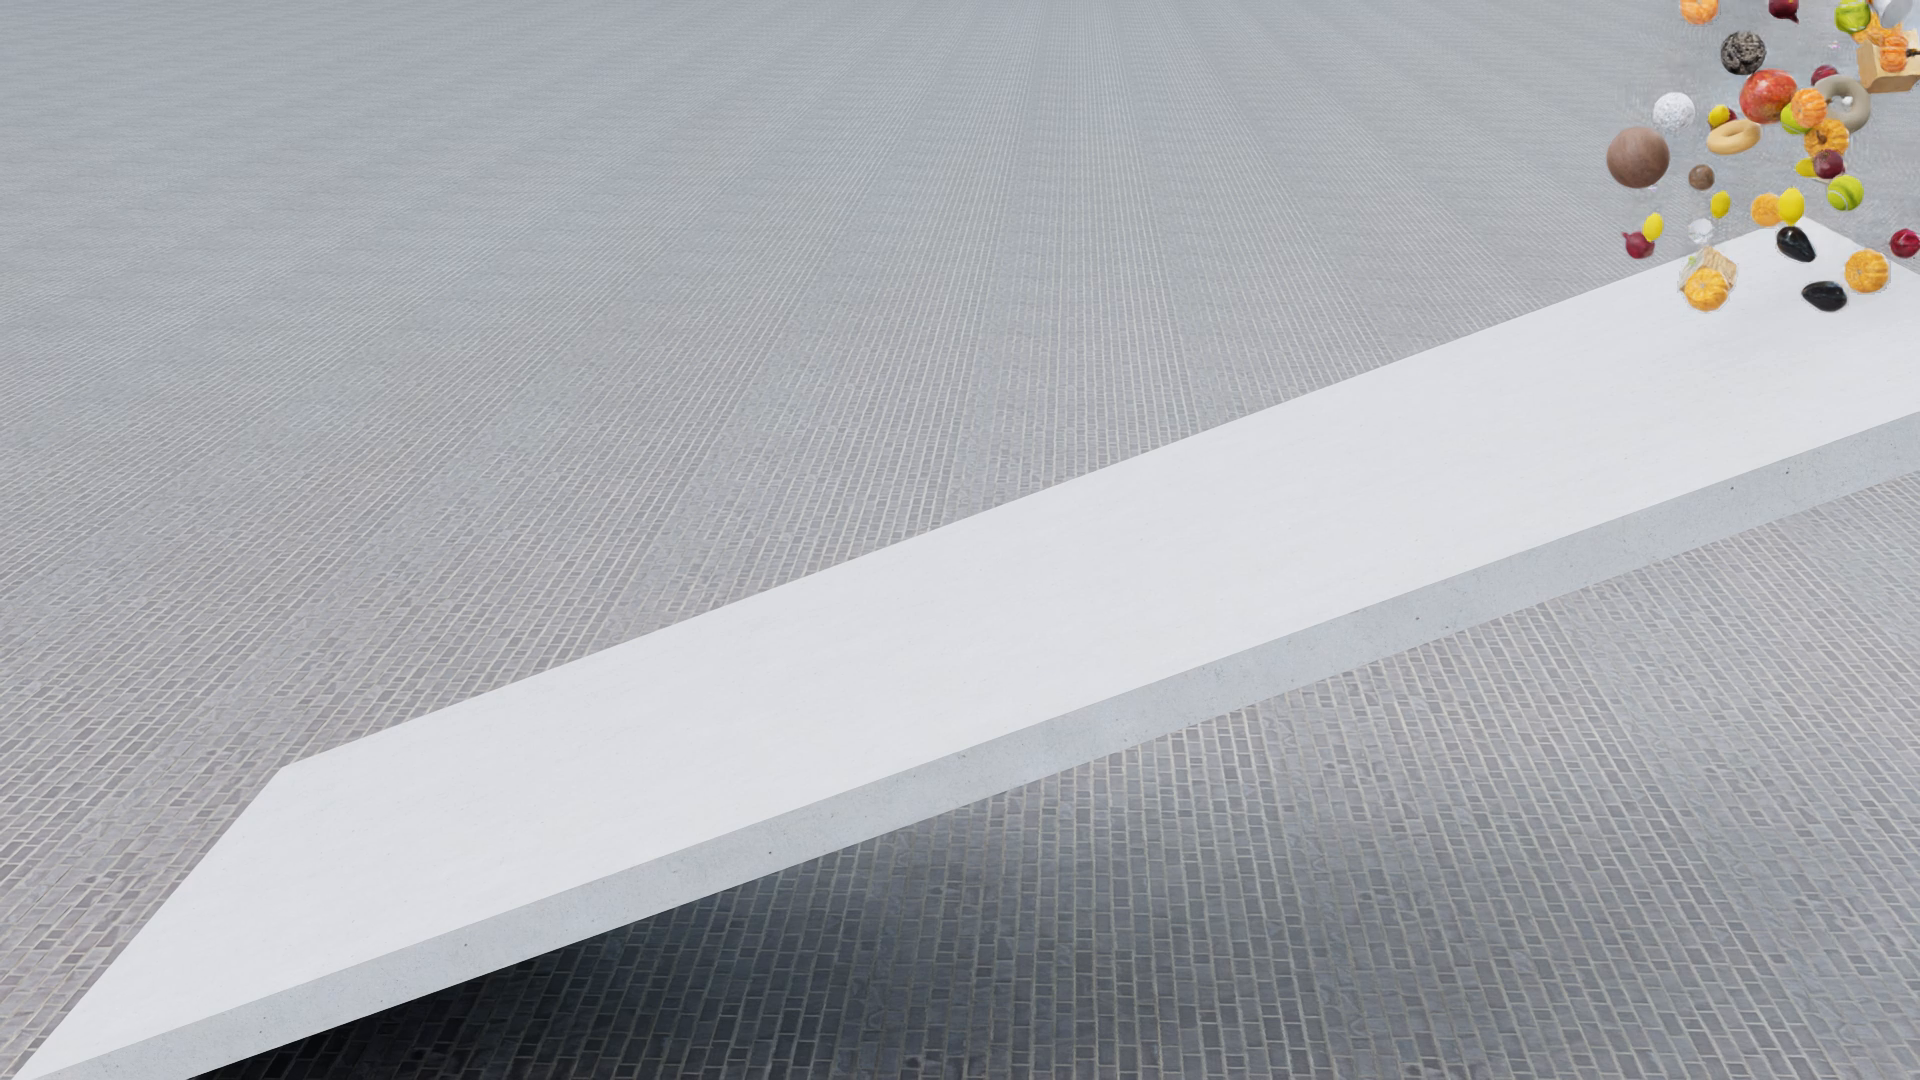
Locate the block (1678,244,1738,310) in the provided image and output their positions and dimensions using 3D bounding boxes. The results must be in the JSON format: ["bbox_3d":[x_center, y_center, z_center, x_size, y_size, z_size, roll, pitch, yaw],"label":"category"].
[{"bbox_3d":[1.560,-0.548,6.135,0.080,0.080,0.080,33,41,-6],"label":"block"}]

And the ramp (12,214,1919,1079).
[{"bbox_3d":[0.119,0.175,6.295,4.000,0.100,2.000,-20,12,7],"label":"ramp"}]

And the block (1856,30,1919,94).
[{"bbox_3d":[1.889,-0.971,5.976,0.095,0.095,0.095,-4,-13,-2],"label":"block"}]

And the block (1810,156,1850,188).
[{"bbox_3d":[1.799,-0.763,6.085,0.052,0.052,0.052,18,8,-1],"label":"block"}]

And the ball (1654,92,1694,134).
[{"bbox_3d":[1.445,-0.864,5.952,0.083,0.083,0.083,0,13,0],"label":"ball"}]

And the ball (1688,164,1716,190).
[{"bbox_3d":[1.516,-0.741,6.009,0.055,0.055,0.055,0,13,0],"label":"ball"}]

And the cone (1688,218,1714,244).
[{"bbox_3d":[1.552,-0.640,6.145,0.052,0.052,0.052,1,19,5],"label":"cone"}]

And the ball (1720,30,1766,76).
[{"bbox_3d":[1.574,-0.979,5.915,0.089,0.089,0.089,0,13,0],"label":"ball"}]

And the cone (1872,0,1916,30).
[{"bbox_3d":[1.782,-1.049,5.683,0.089,0.089,0.089,-10,47,-37],"label":"cone"}]

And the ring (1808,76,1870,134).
[{"bbox_3d":[1.781,-0.881,5.954,0.130,0.130,0.043,-1,-18,-5],"label":"ring"}]

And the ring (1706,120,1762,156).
[{"bbox_3d":[1.583,-0.823,6.010,0.114,0.038,0.114,-19,25,9],"label":"ring"}]
